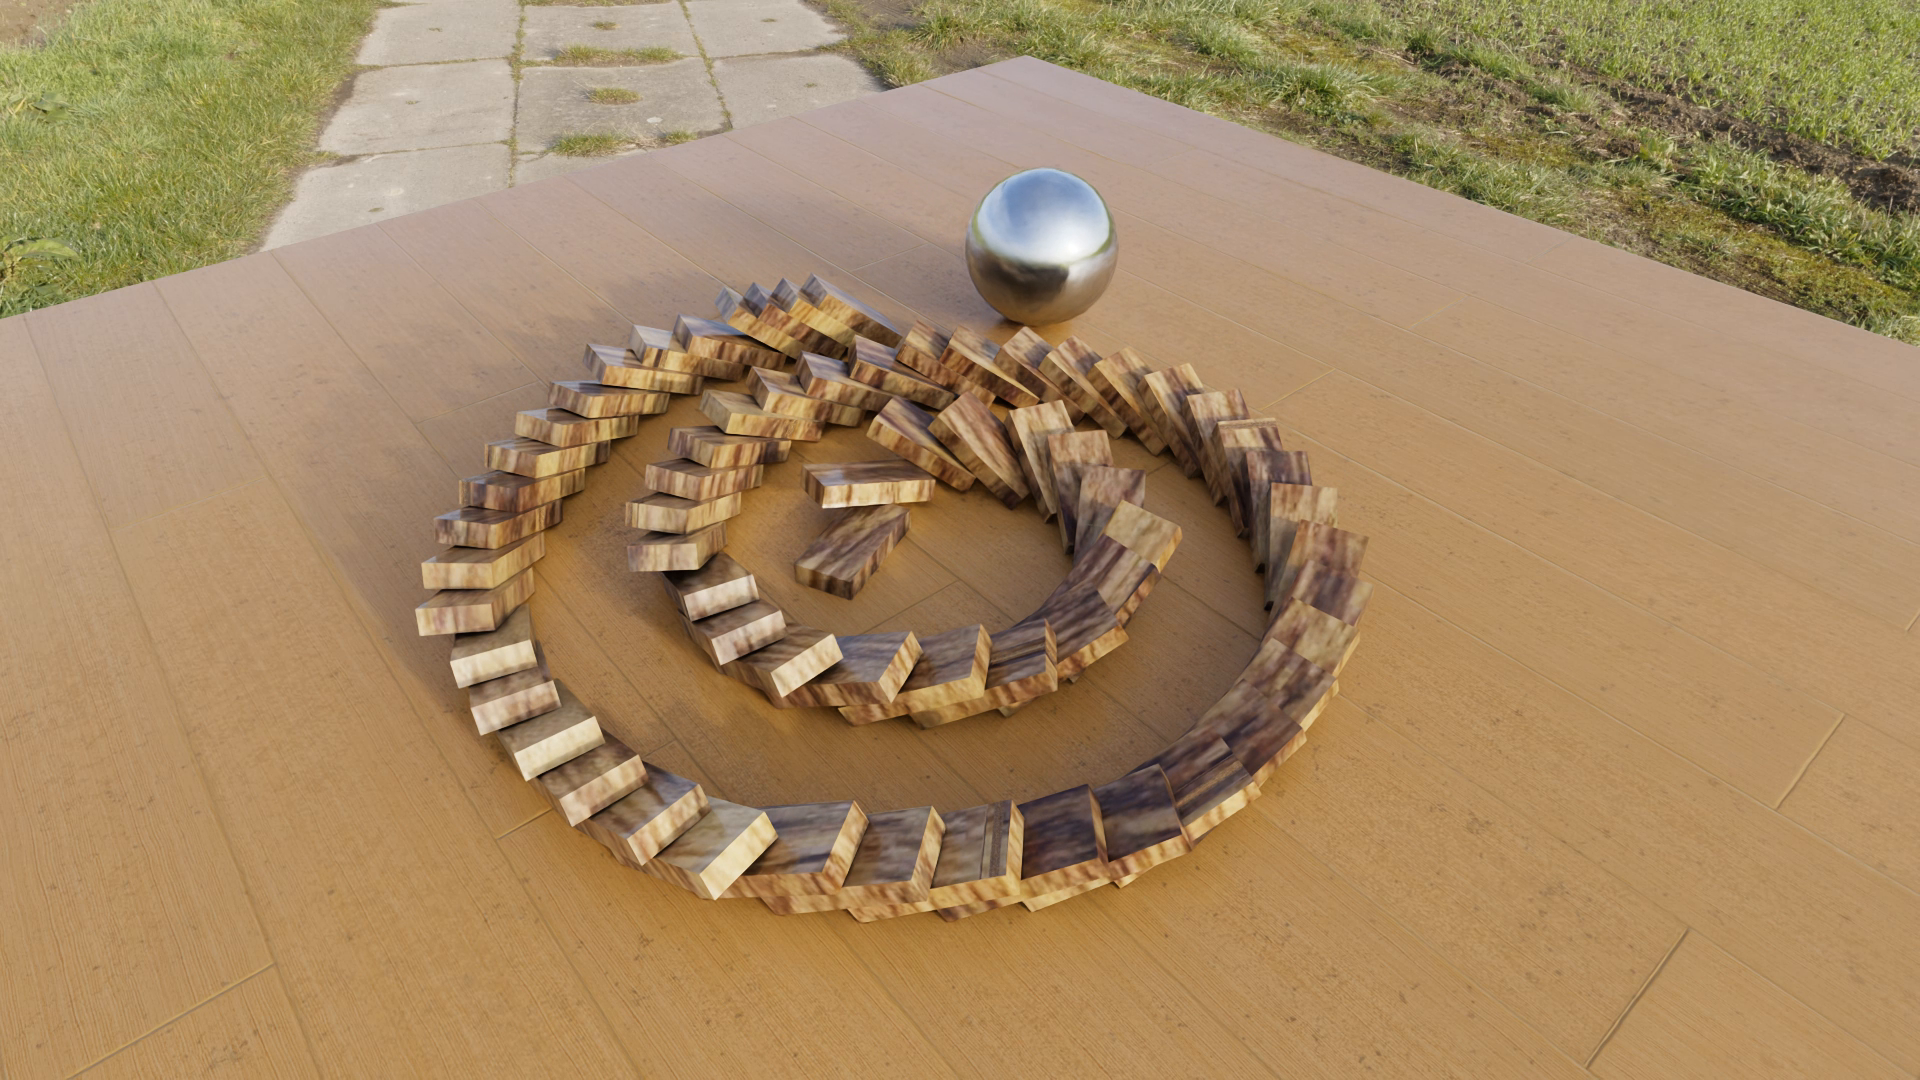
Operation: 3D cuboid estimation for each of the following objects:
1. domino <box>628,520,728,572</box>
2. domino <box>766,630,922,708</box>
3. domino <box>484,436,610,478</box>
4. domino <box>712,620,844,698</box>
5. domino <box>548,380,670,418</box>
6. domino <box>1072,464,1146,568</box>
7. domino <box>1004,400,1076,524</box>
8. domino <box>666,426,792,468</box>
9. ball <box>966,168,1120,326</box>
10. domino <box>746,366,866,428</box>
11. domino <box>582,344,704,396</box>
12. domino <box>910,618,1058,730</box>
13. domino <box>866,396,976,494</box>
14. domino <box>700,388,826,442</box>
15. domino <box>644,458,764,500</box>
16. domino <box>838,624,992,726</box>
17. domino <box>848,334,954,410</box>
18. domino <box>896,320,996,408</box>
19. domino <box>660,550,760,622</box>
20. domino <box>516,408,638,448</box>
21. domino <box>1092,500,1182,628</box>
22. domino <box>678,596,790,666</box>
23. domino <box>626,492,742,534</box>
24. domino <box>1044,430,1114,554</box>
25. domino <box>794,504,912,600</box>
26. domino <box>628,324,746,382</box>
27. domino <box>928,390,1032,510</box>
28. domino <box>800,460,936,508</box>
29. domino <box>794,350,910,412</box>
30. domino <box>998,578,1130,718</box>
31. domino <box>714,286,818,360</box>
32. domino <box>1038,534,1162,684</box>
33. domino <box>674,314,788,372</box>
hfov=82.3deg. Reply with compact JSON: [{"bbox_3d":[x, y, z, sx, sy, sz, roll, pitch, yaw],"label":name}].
[{"bbox_3d":[-0.107,0.002,0.422,0.025,0.010,0.050,-2,10,1],"label":"domino"},{"bbox_3d":[-0.040,0.044,0.373,0.050,0.009,0.025,-8,32,33],"label":"domino"},{"bbox_3d":[-0.176,-0.038,0.473,0.025,0.010,0.050,13,16,15],"label":"domino"},{"bbox_3d":[-0.064,0.039,0.378,0.025,0.010,0.050,-32,21,-30],"label":"domino"},{"bbox_3d":[-0.161,-0.066,0.507,0.025,0.010,0.050,21,17,23],"label":"domino"},{"bbox_3d":[0.058,-0.004,0.432,0.025,0.009,0.050,6,66,7],"label":"domino"},{"bbox_3d":[0.040,-0.034,0.466,0.025,0.010,0.050,-14,70,-18],"label":"domino"},{"bbox_3d":[-0.099,-0.041,0.477,0.025,0.009,0.050,23,18,25],"label":"domino"},{"bbox_3d":[0.043,-0.152,0.574,0.080,0.080,0.080,0,39,0],"label":"ball"},{"bbox_3d":[-0.071,-0.066,0.507,0.050,0.010,0.025,6,31,-36],"label":"domino"},{"bbox_3d":[-0.151,-0.081,0.526,0.050,0.009,0.025,1,30,-43],"label":"domino"},{"bbox_3d":[0.008,0.045,0.371,0.050,0.010,0.025,-19,36,19],"label":"domino"},{"bbox_3d":[-0.013,-0.042,0.478,0.050,0.009,0.025,30,38,1],"label":"domino"},{"bbox_3d":[-0.089,-0.056,0.494,0.050,0.010,0.025,1,29,-45],"label":"domino"},{"bbox_3d":[-0.106,-0.027,0.459,0.025,0.009,0.050,14,14,17],"label":"domino"},{"bbox_3d":[-0.015,0.046,0.371,0.050,0.010,0.025,-16,34,23],"label":"domino"},{"bbox_3d":[-0.028,-0.079,0.524,0.050,0.009,0.025,17,35,-21],"label":"domino"},{"bbox_3d":[-0.004,-0.084,0.529,0.050,0.009,0.025,29,40,-7],"label":"domino"},{"bbox_3d":[-0.093,0.016,0.407,0.025,0.010,0.050,-18,16,-21],"label":"domino"},{"bbox_3d":[-0.170,-0.052,0.490,0.025,0.010,0.050,16,17,19],"label":"domino"},{"bbox_3d":[0.059,0.012,0.410,0.025,0.010,0.050,28,76,28],"label":"domino"},{"bbox_3d":[-0.081,0.029,0.390,0.025,0.009,0.050,-23,18,-22],"label":"domino"},{"bbox_3d":[-0.110,-0.013,0.441,0.025,0.010,0.050,8,12,11],"label":"domino"},{"bbox_3d":[0.052,-0.020,0.450,0.025,0.010,0.050,-6,67,-7],"label":"domino"},{"bbox_3d":[-0.042,0.002,0.441,0.025,0.009,0.050,17,42,19],"label":"domino"},{"bbox_3d":[-0.134,-0.091,0.538,0.050,0.010,0.025,5,31,-37],"label":"domino"},{"bbox_3d":[0.013,-0.039,0.471,0.050,0.010,0.025,44,49,1],"label":"domino"},{"bbox_3d":[-0.039,-0.024,0.460,0.050,0.009,0.025,-5,26,-29],"label":"domino"},{"bbox_3d":[-0.050,-0.073,0.516,0.050,0.009,0.025,10,32,-30],"label":"domino"},{"bbox_3d":[0.030,0.037,0.381,0.050,0.009,0.025,-33,43,4],"label":"domino"},{"bbox_3d":[-0.097,-0.107,0.550,0.050,0.009,0.025,23,21,-41],"label":"domino"},{"bbox_3d":[0.046,0.024,0.396,0.025,0.009,0.050,35,79,35],"label":"domino"},{"bbox_3d":[-0.114,-0.098,0.547,0.050,0.009,0.025,6,31,-36],"label":"domino"}]
